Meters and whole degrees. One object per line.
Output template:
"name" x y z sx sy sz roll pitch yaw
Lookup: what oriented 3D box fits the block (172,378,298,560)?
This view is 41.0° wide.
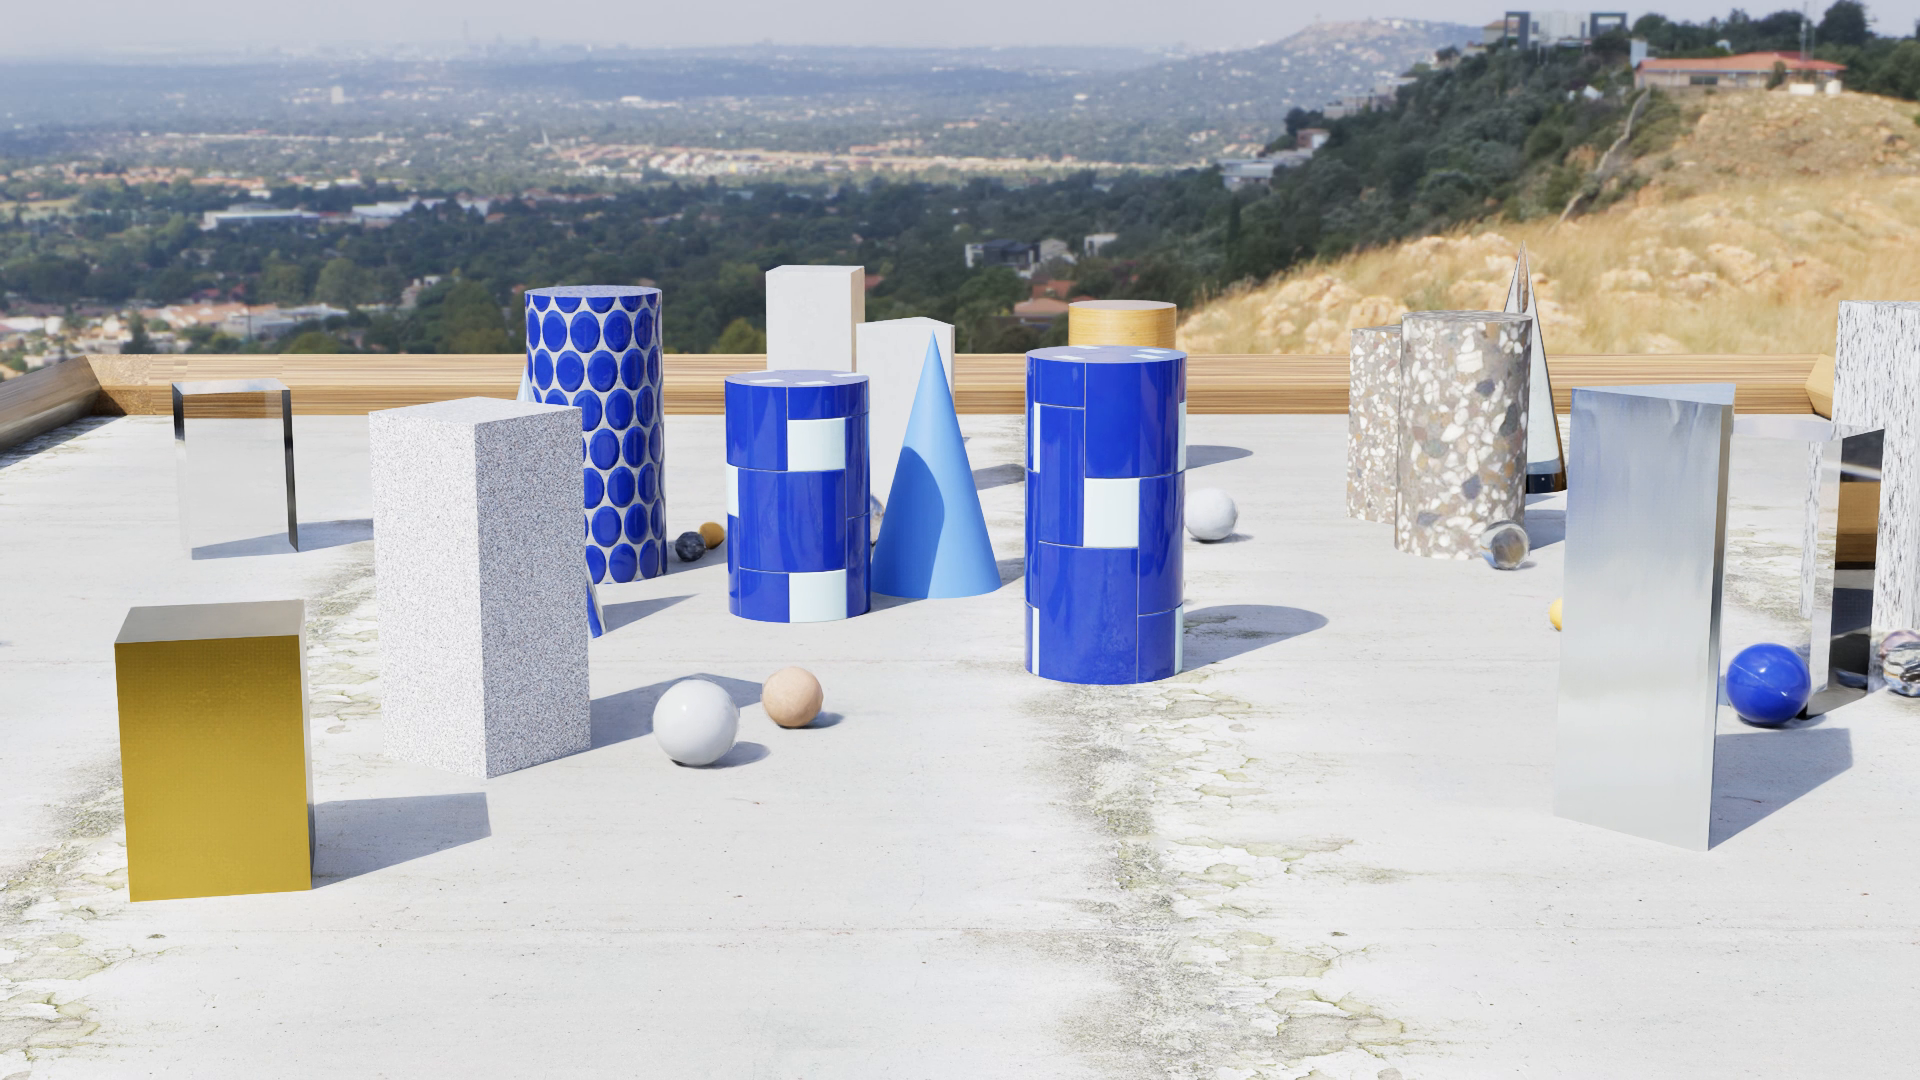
"block" -1.099 -0.110 3.887 0.155 0.248 0.155 -4 11 -22

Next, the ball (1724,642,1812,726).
"ball" 0.900 0.160 2.857 0.093 0.093 0.093 0 11 0

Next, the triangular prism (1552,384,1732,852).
"triangular prism" 0.693 0.064 2.471 0.145 0.422 0.168 -9 14 -41

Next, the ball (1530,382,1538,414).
"ball" 1.147 -0.293 5.298 0.092 0.092 0.092 0 11 0

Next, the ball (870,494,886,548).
"ball" -0.155 -0.029 3.876 0.093 0.093 0.093 0 11 0

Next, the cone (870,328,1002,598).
"cone" -0.037 -0.115 3.599 0.194 0.363 0.194 0 11 0

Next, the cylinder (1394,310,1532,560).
"cylinder" 0.760 -0.162 3.876 0.194 0.353 0.194 0 11 0

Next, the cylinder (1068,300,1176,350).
"cylinder" 0.292 -0.275 4.636 0.194 0.299 0.194 0 11 0

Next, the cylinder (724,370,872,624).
"cylinder" -0.217 -0.062 3.449 0.194 0.313 0.194 0 11 0

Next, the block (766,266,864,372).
"block" -0.264 -0.321 4.728 0.155 0.356 0.155 1 11 7

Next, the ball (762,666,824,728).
"ball" -0.186 0.174 2.850 0.067 0.067 0.067 0 11 0

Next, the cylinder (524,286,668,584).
"cylinder" -0.522 -0.154 3.691 0.194 0.407 0.194 0 11 0

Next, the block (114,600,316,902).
"block" -0.671 0.187 2.326 0.155 0.234 0.155 -2 11 -12

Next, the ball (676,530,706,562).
"ball" -0.398 0.009 3.798 0.046 0.046 0.046 0 11 0

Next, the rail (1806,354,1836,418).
"rail" 1.795 0.030 3.459 0.045 0.126 3.936 0 11 0

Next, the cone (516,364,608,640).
"cone" -0.555 -0.053 3.305 0.194 0.348 0.194 0 11 0

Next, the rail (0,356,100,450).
"rail" -1.795 0.034 3.439 0.045 0.126 3.936 0 11 0

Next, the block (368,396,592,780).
"block" -0.506 0.045 2.716 0.155 0.370 0.155 7 13 35

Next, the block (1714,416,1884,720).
"block" 0.948 0.028 2.960 0.155 0.315 0.155 10 14 43

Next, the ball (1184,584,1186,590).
"ball" 0.278 0.063 3.486 0.055 0.055 0.055 0 11 0

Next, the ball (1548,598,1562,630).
"ball" 0.788 0.096 3.336 0.044 0.044 0.044 0 11 0

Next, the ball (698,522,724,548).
"ball" -0.379 -0.007 3.898 0.041 0.041 0.041 0 11 0

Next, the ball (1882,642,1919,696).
"ball" 1.110 0.150 2.994 0.063 0.063 0.063 0 11 0

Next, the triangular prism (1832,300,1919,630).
"triangular prism" 1.222 -0.104 3.394 0.145 0.417 0.168 8 13 38

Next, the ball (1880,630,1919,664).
"ball" 1.139 0.135 3.097 0.054 0.054 0.054 0 11 0

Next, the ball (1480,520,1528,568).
"ball" 0.794 0.007 3.744 0.071 0.071 0.071 0 11 0

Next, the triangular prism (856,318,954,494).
"triangular prism" -0.080 -0.234 4.436 0.168 0.291 0.145 2 11 11

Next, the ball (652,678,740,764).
"ball" -0.277 0.191 2.697 0.090 0.090 0.090 0 11 0

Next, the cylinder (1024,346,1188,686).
"cylinder" 0.175 -0.034 3.106 0.194 0.384 0.194 0 11 0

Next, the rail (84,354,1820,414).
"rail" -0.011 -0.323 5.361 3.638 0.126 0.045 0 11 0

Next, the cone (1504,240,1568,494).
"cone" 0.970 -0.308 4.454 0.194 0.431 0.194 0 11 0

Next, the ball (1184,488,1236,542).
"ball" 0.385 -0.039 3.953 0.083 0.083 0.083 0 11 0

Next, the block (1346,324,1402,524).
"block" 0.738 -0.187 4.141 0.155 0.306 0.155 -9 14 -40
